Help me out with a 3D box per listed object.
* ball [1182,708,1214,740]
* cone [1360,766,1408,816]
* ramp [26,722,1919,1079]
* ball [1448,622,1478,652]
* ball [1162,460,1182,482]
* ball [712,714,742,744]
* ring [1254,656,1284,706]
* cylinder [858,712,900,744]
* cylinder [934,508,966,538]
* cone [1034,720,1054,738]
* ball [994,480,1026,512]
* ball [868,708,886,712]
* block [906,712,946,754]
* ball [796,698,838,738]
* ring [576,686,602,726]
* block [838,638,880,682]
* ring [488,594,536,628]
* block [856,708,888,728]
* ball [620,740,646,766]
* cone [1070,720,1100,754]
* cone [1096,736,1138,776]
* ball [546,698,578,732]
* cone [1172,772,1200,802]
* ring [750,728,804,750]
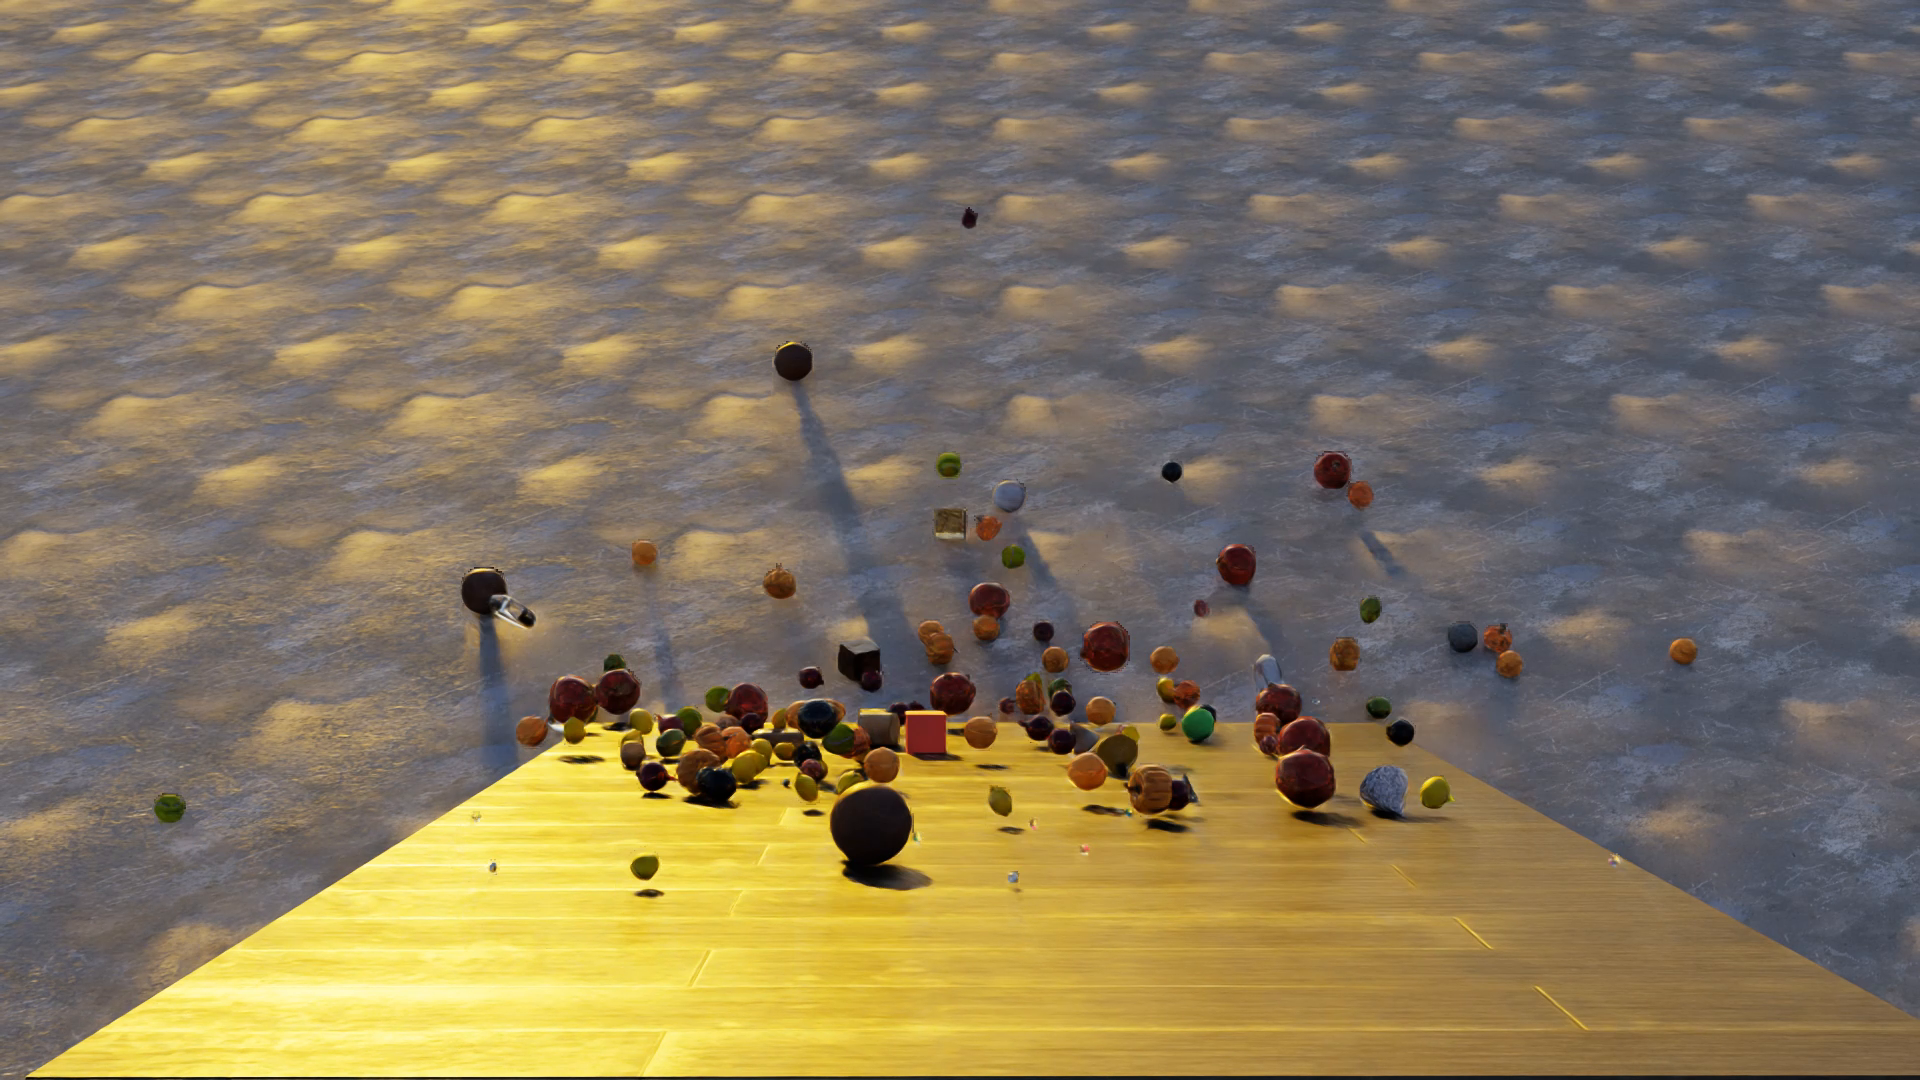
[{"bbox_3d":[0.564,0.436,6.111,0.078,0.078,0.078,0,27,0],"label":"ball"},{"bbox_3d":[0.793,0.478,4.718,0.096,0.096,0.096,-6,29,-11],"label":"cone"},{"bbox_3d":[0.061,0.552,4.589,2.000,0.100,4.000,0,1,0],"label":"ramp"},{"bbox_3d":[1.381,0.268,7.084,0.082,0.082,0.082,0,27,0],"label":"ball"},{"bbox_3d":[0.661,-0.215,8.045,0.066,0.066,0.066,0,27,0],"label":"ball"},{"bbox_3d":[-0.542,0.442,6.018,0.069,0.069,0.069,0,27,0],"label":"ball"},{"bbox_3d":[0.815,0.370,6.815,0.045,0.134,0.134,-9,28,-13],"label":"ring"},{"bbox_3d":[-0.188,0.437,6.000,0.076,0.076,0.076,-1,26,19],"label":"cylinder"},{"bbox_3d":[-0.029,-0.048,7.686,0.090,0.090,0.090,0,27,-4],"label":"cylinder"},{"bbox_3d":[0.196,0.462,6.195,0.052,0.052,0.052,6,14,12],"label":"cone"},{"bbox_3d":[0.150,-0.133,7.853,0.096,0.096,0.096,0,27,0],"label":"ball"},{"bbox_3d":[-0.197,0.437,6.099,0.077,0.077,0.077,0,27,0],"label":"ball"},{"bbox_3d":[-0.078,0.436,5.852,0.088,0.088,0.088,0,1,-4],"label":"block"},{"bbox_3d":[-0.295,0.369,5.338,0.084,0.084,0.084,0,27,0],"label":"ball"},{"bbox_3d":[-0.977,0.432,6.736,0.041,0.122,0.122,38,32,-2],"label":"ring"},{"bbox_3d":[-0.272,0.323,6.966,0.081,0.081,0.081,-11,26,-32],"label":"block"},{"bbox_3d":[-1.241,0.198,7.159,0.146,0.146,0.049,18,72,31],"label":"ring"},{"bbox_3d":[-0.211,0.441,6.226,0.065,0.065,0.065,0,1,-12],"label":"block"},{"bbox_3d":[-0.704,0.458,5.548,0.055,0.055,0.055,0,27,0],"label":"ball"},{"bbox_3d":[0.260,0.424,5.699,0.072,0.072,0.072,-32,15,10],"label":"cone"},{"bbox_3d":[0.335,0.468,5.369,0.090,0.090,0.090,-3,28,-6],"label":"cone"},{"bbox_3d":[-1.012,0.446,6.566,0.084,0.084,0.084,0,27,0],"label":"ball"},{"bbox_3d":[0.428,0.469,4.913,0.055,0.055,0.055,0,1,0],"label":"cone"},{"bbox_3d":[-0.421,0.458,5.949,0.125,0.042,0.125,0,2,0],"label":"ring"}]
